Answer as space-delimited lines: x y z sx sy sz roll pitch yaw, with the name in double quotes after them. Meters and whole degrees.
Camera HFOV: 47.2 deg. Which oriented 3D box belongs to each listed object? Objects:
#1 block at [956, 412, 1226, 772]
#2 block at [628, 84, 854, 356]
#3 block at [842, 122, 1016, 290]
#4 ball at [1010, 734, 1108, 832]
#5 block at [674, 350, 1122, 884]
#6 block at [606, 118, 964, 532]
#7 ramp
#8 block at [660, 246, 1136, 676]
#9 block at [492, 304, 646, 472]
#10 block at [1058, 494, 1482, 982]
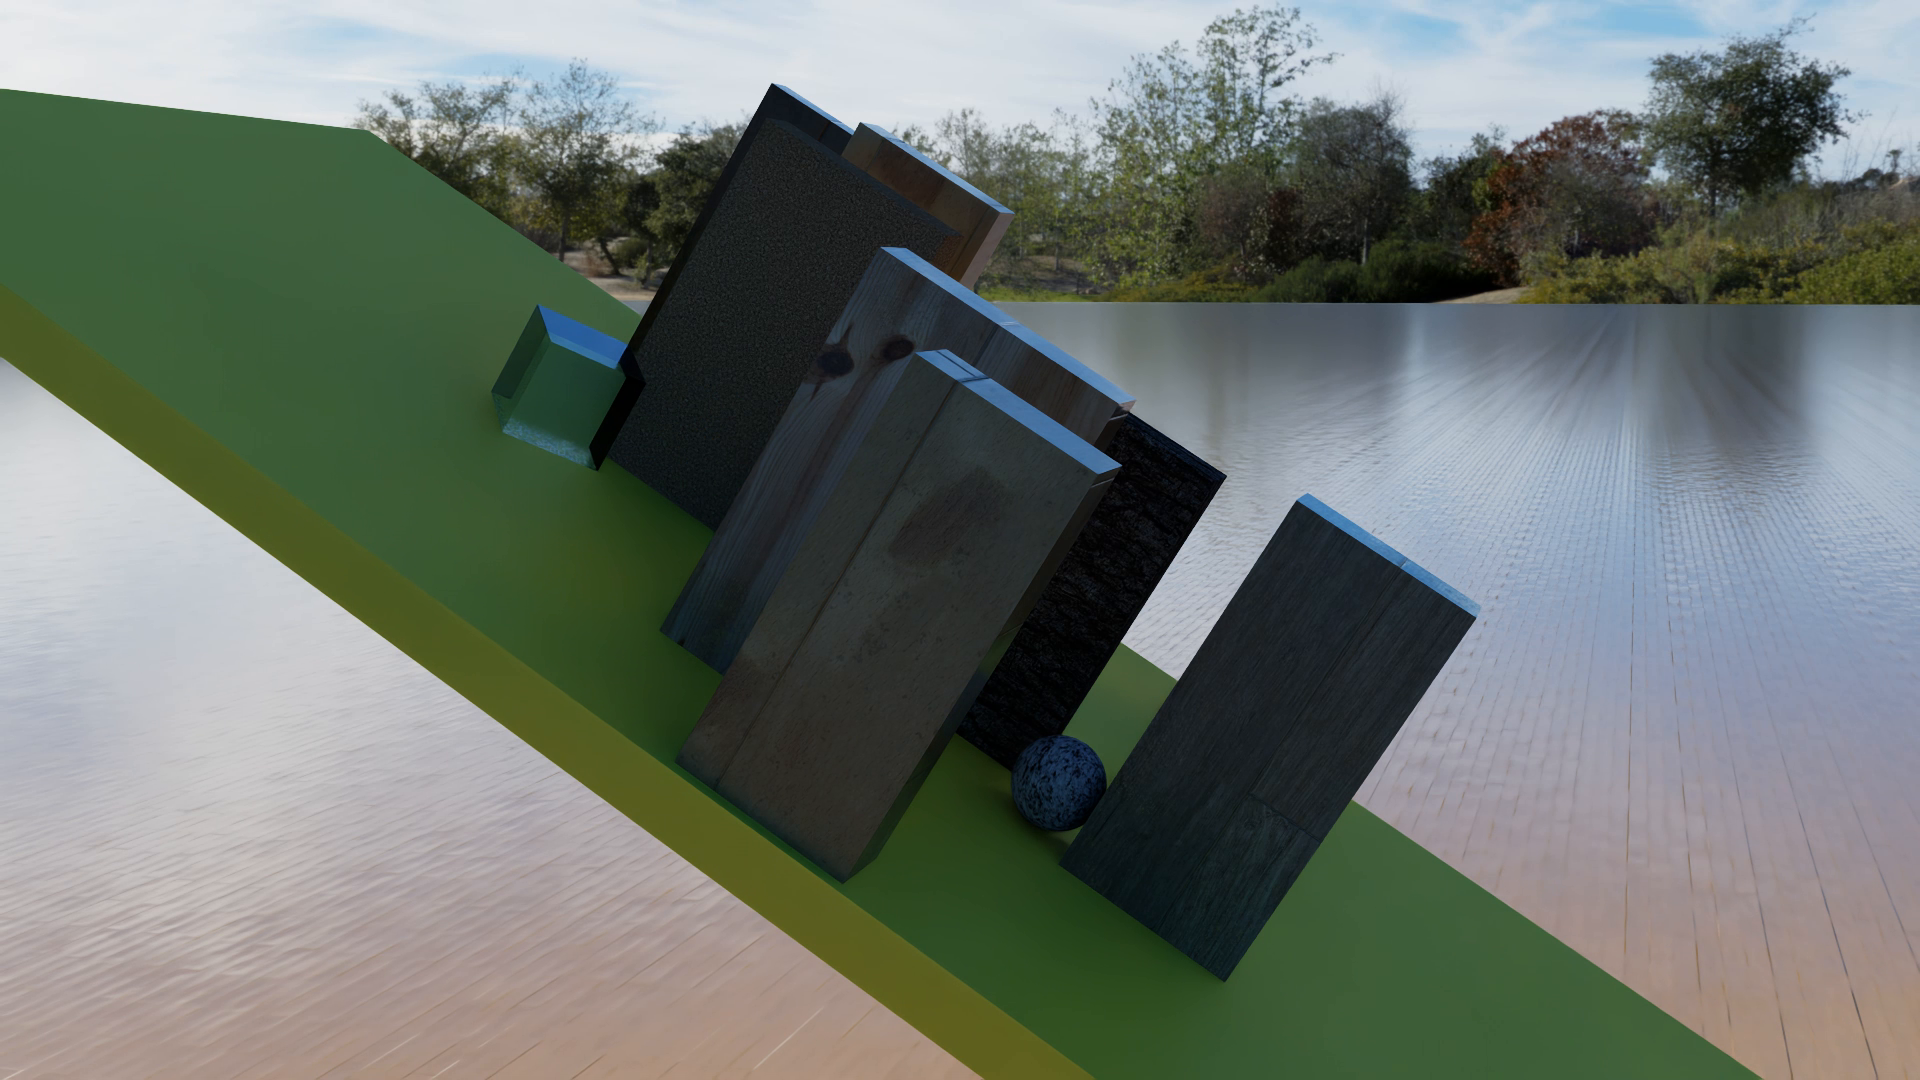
0.120 0.041 3.892 0.416 0.633 0.115 34 15 11 "block"
-0.438 -0.598 4.736 0.301 0.696 0.081 34 15 11 "block"
-0.234 -0.417 4.421 0.337 0.762 0.112 34 15 11 "block"
0.167 0.411 3.713 0.163 0.163 0.163 0 7 0 "ball"
-0.093 0.108 3.128 0.304 0.698 0.144 34 15 11 "block"
-0.353 -0.374 4.142 0.409 0.714 0.108 34 15 11 "block"
-0.152 0.252 4.112 4.000 0.100 2.000 34 15 11 "ramp"
-0.107 -0.036 3.510 0.448 0.728 0.126 34 15 11 "block"
-0.735 -0.286 4.120 0.195 0.195 0.195 24 17 -27 "block"
0.495 0.320 3.557 0.329 0.723 0.123 34 15 11 "block"
